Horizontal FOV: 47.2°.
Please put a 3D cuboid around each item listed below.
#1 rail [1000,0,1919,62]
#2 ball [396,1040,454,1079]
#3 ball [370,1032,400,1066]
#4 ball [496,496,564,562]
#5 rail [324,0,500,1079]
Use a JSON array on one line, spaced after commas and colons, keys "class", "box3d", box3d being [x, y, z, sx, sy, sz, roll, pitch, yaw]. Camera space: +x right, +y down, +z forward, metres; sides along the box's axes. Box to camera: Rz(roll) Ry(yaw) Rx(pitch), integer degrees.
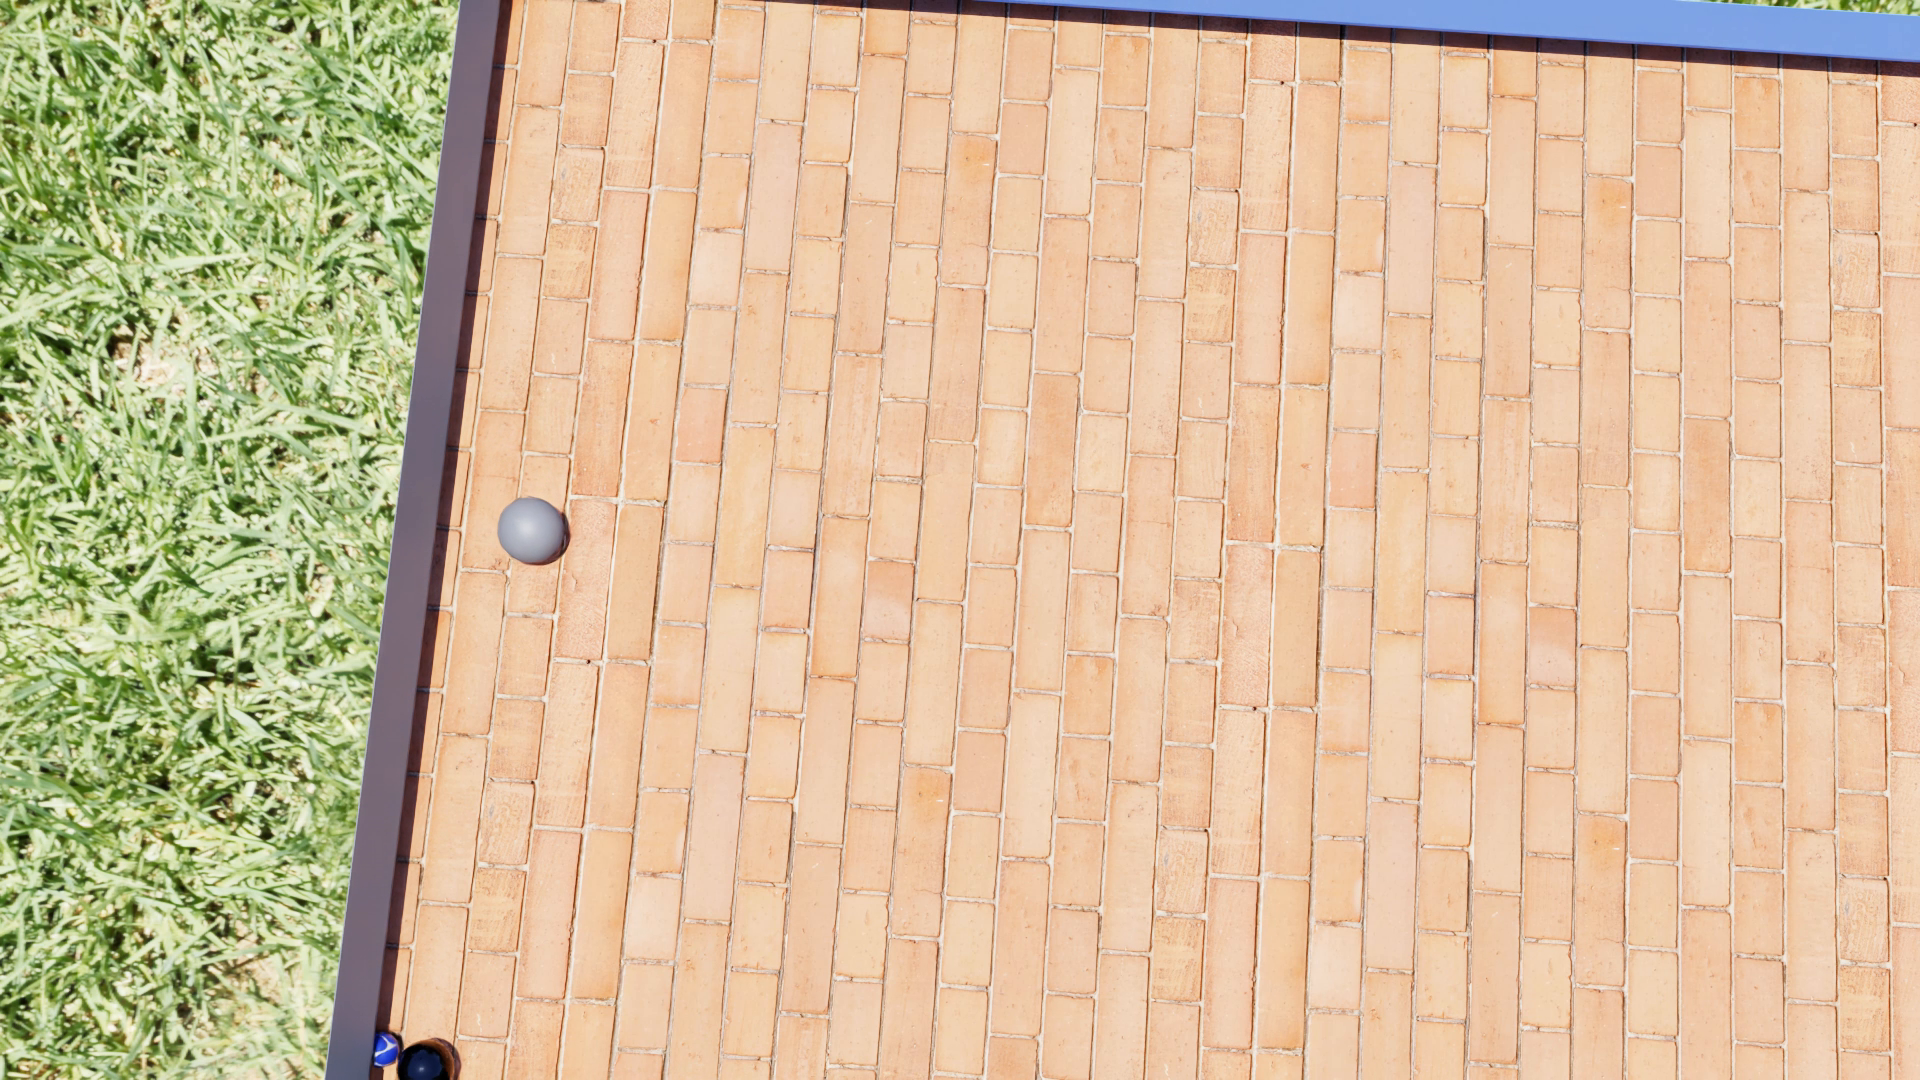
[{"class": "rail", "box3d": [0.886, -0.809, 3.438, 3.303, 0.128, 0.045, 4, 78, 1]}, {"class": "ball", "box3d": [-0.763, 0.754, 3.141, 0.080, 0.080, 0.080, 0, 78, 0]}, {"class": "ball", "box3d": [-0.831, 0.733, 3.162, 0.049, 0.049, 0.049, 0, 78, 0]}, {"class": "ball", "box3d": [-0.643, -0.016, 3.290, 0.099, 0.099, 0.099, 0, 78, 0]}, {"class": "rail", "box3d": [-0.800, -0.062, 3.284, 0.045, 0.128, 1.808, 4, 78, 1]}]
